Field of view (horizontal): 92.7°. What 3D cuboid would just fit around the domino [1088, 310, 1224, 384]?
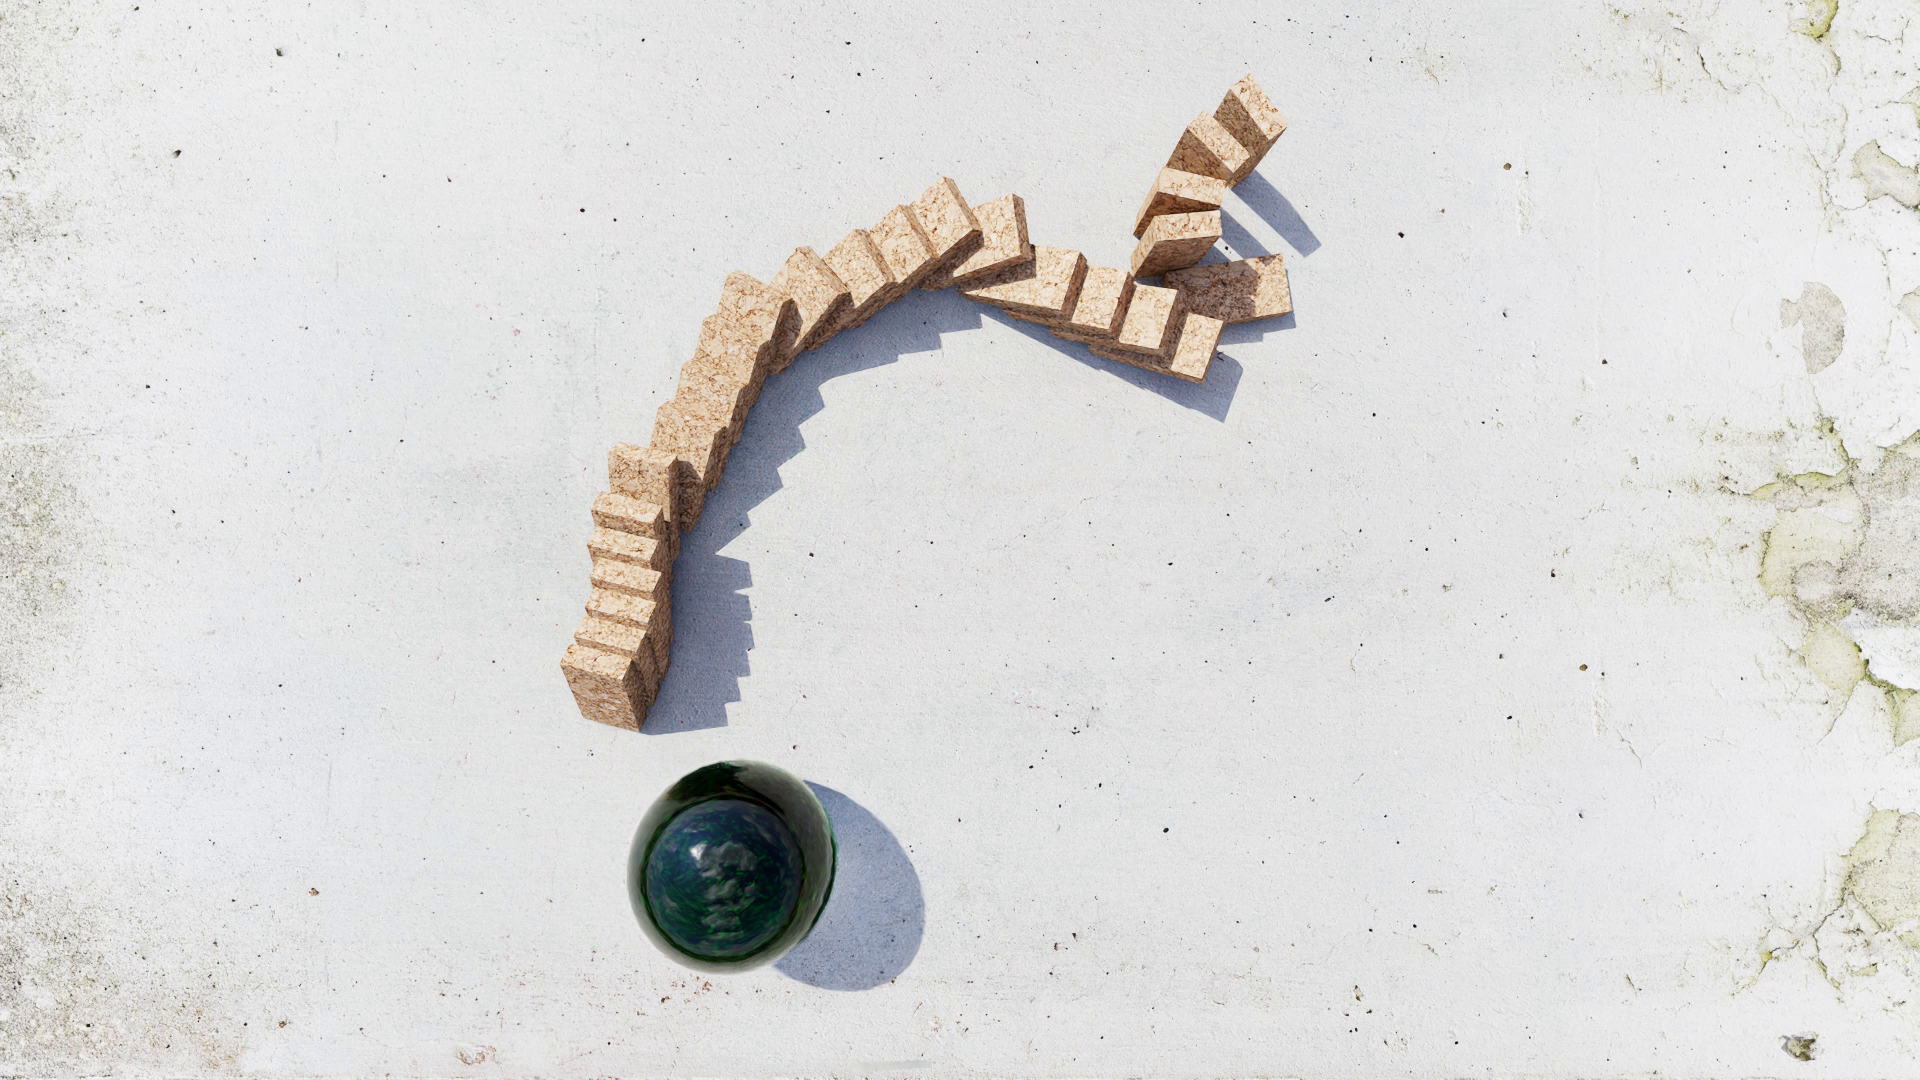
[{"bbox_3d":[0.083,-0.085,0.387,0.050,0.010,0.025,20,90,20],"label":"domino"}]

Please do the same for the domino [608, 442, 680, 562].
[{"bbox_3d":[-0.131,-0.015,0.381,0.025,0.010,0.050,12,126,2],"label":"domino"}]

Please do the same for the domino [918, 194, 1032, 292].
[{"bbox_3d":[0.004,-0.123,0.382,0.050,0.010,0.025,-8,89,33],"label":"domino"}]

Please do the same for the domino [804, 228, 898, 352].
[{"bbox_3d":[-0.052,-0.104,0.383,0.050,0.009,0.025,-32,90,31],"label":"domino"}]

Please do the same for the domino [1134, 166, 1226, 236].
[{"bbox_3d":[0.089,-0.135,0.375,0.025,0.050,0.010,13,90,0],"label":"domino"}]

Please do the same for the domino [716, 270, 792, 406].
[{"bbox_3d":[-0.091,-0.084,0.383,0.025,0.009,0.050,28,120,2],"label":"domino"}]

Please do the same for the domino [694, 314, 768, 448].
[{"bbox_3d":[-0.100,-0.066,0.383,0.025,0.009,0.050,26,120,1],"label":"domino"}]

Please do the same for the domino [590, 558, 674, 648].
[{"bbox_3d":[-0.134,0.028,0.377,0.025,0.050,0.010,14,53,0],"label":"domino"}]

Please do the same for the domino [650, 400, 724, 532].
[{"bbox_3d":[-0.118,-0.030,0.384,0.025,0.009,0.050,24,120,0],"label":"domino"}]

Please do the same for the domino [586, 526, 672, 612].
[{"bbox_3d":[-0.135,0.016,0.377,0.025,0.050,0.009,14,53,0],"label":"domino"}]

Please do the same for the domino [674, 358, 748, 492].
[{"bbox_3d":[-0.108,-0.048,0.383,0.025,0.009,0.050,25,120,1],"label":"domino"}]

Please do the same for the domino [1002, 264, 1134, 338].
[{"bbox_3d":[0.045,-0.102,0.384,0.050,0.010,0.025,18,89,29],"label":"domino"}]

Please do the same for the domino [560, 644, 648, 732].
[{"bbox_3d":[-0.145,0.062,0.377,0.025,0.050,0.010,14,53,0],"label":"domino"}]

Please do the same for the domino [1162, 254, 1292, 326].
[{"bbox_3d":[0.115,-0.106,0.395,0.050,0.009,0.025,-9,90,0],"label":"domino"}]

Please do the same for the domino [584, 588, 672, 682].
[{"bbox_3d":[-0.136,0.040,0.377,0.025,0.050,0.010,14,53,0],"label":"domino"}]

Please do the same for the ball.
[{"bbox_3d":[-0.089,0.127,0.360,0.080,0.080,0.080,0,90,0],"label":"ball"}]

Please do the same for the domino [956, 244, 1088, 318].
[{"bbox_3d":[0.026,-0.110,0.384,0.050,0.010,0.025,18,90,28],"label":"domino"}]

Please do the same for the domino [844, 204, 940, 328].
[{"bbox_3d":[-0.035,-0.113,0.383,0.050,0.009,0.025,-32,88,31],"label":"domino"}]

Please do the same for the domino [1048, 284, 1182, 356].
[{"bbox_3d":[0.064,-0.094,0.383,0.050,0.009,0.025,18,89,29],"label":"domino"}]

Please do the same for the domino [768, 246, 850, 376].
[{"bbox_3d":[-0.071,-0.095,0.383,0.025,0.009,0.050,49,121,0],"label":"domino"}]

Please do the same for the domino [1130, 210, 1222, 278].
[{"bbox_3d":[0.087,-0.120,0.375,0.025,0.050,0.010,-5,90,0],"label":"domino"}]

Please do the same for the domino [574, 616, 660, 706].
[{"bbox_3d":[-0.140,0.051,0.377,0.025,0.050,0.009,14,53,0],"label":"domino"}]

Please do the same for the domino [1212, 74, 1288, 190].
[{"bbox_3d":[0.114,-0.166,0.375,0.009,0.050,0.025,-37,90,0],"label":"domino"}]

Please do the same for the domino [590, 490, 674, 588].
[{"bbox_3d":[-0.134,0.003,0.378,0.025,0.050,0.009,14,51,0],"label":"domino"}]

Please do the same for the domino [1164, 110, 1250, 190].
[{"bbox_3d":[0.099,-0.153,0.375,0.025,0.050,0.009,45,90,0],"label":"domino"}]

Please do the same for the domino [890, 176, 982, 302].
[{"bbox_3d":[-0.017,-0.125,0.382,0.050,0.010,0.025,-31,86,31],"label":"domino"}]
